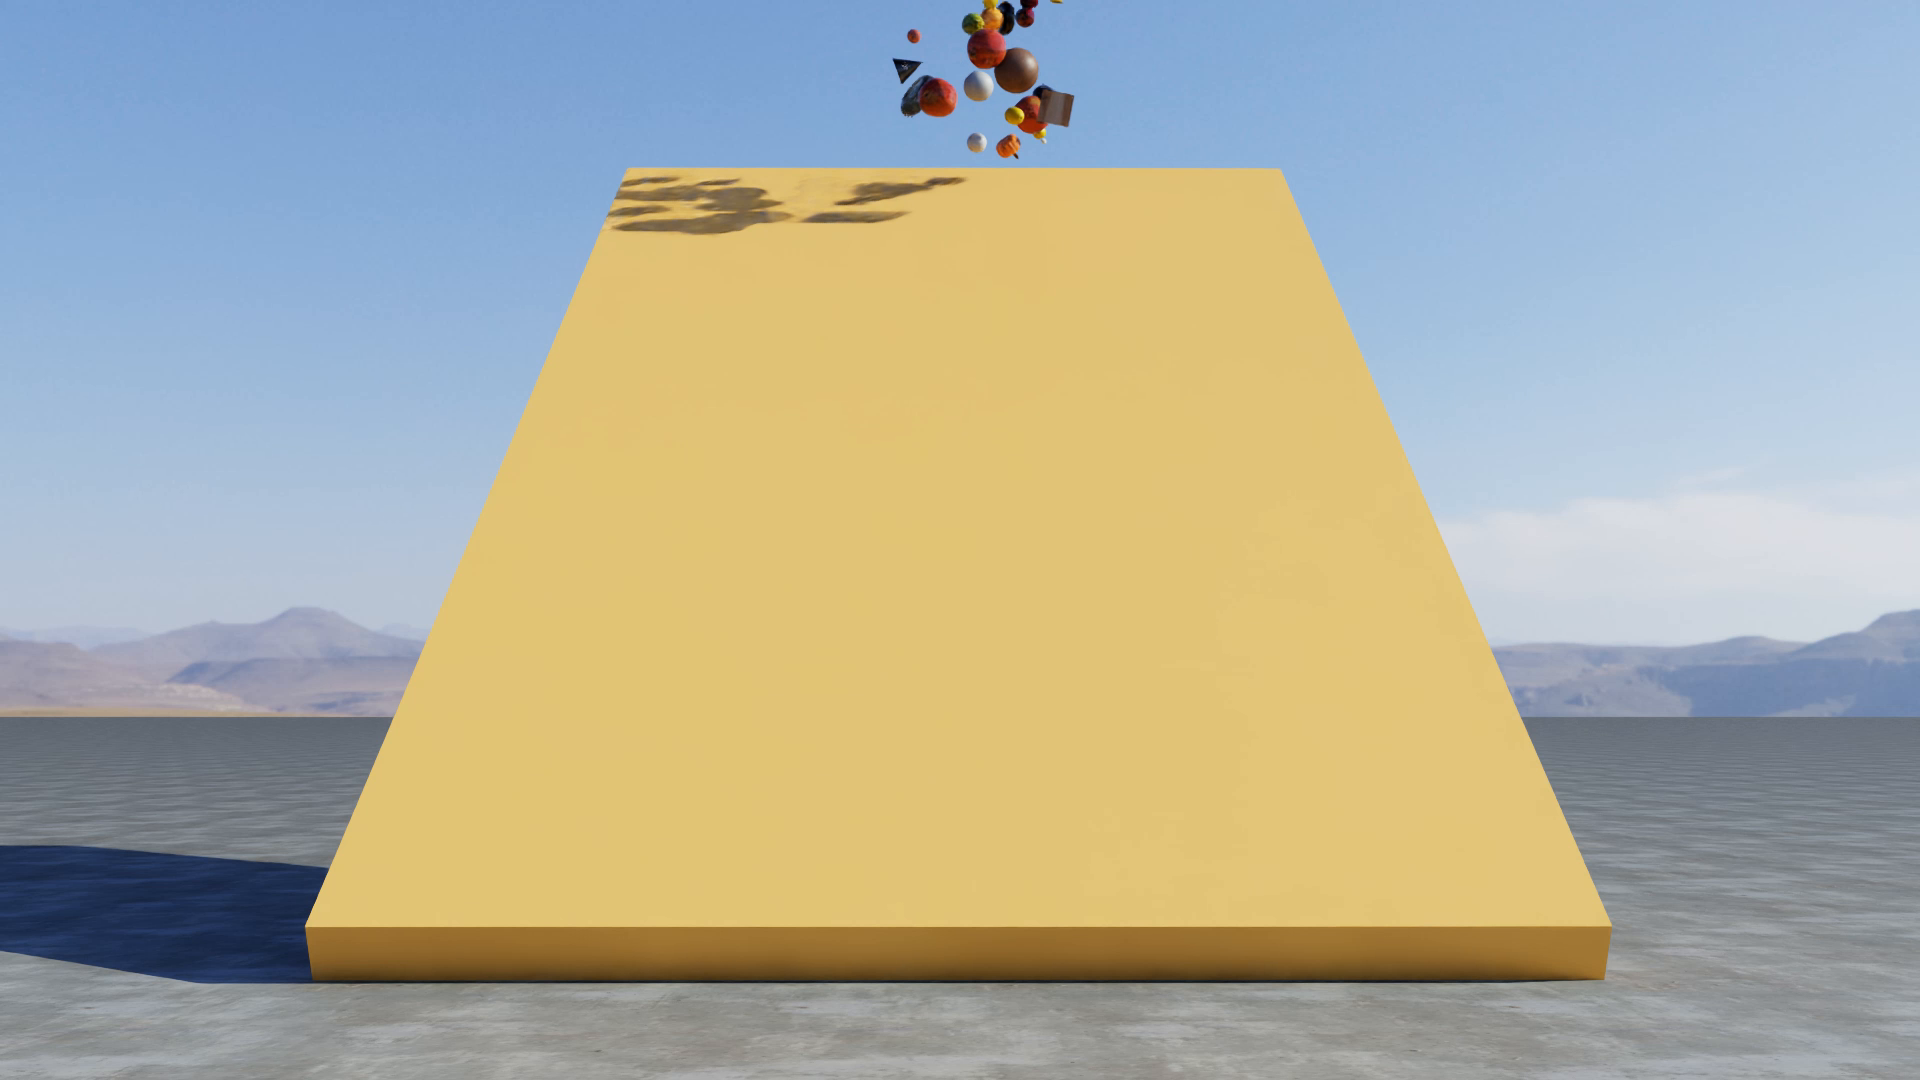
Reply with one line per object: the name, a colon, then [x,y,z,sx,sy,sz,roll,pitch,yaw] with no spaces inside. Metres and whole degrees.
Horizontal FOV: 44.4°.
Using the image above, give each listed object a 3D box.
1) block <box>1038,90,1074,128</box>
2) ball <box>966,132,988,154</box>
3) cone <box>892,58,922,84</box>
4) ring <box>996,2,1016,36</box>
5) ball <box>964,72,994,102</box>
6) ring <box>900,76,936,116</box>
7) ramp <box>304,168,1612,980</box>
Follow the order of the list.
block: [0.275,-1.240,6.755,0.091,0.091,0.091,11,9,1]
ball: [0.050,-1.170,6.926,0.059,0.059,0.059,0,-4,0]
cone: [-0.145,-1.370,6.805,0.081,0.081,0.081,-20,-5,2]
ring: [0.133,-1.541,6.946,0.033,0.098,0.098,-4,-2,-25]
ball: [0.053,-1.282,6.647,0.085,0.085,0.085,0,-4,0]
ring: [-0.124,-1.314,6.952,0.046,0.139,0.139,34,-19,-22]
ramp: [-0.009,-0.229,5.421,2.000,0.100,4.000,0,26,0]
